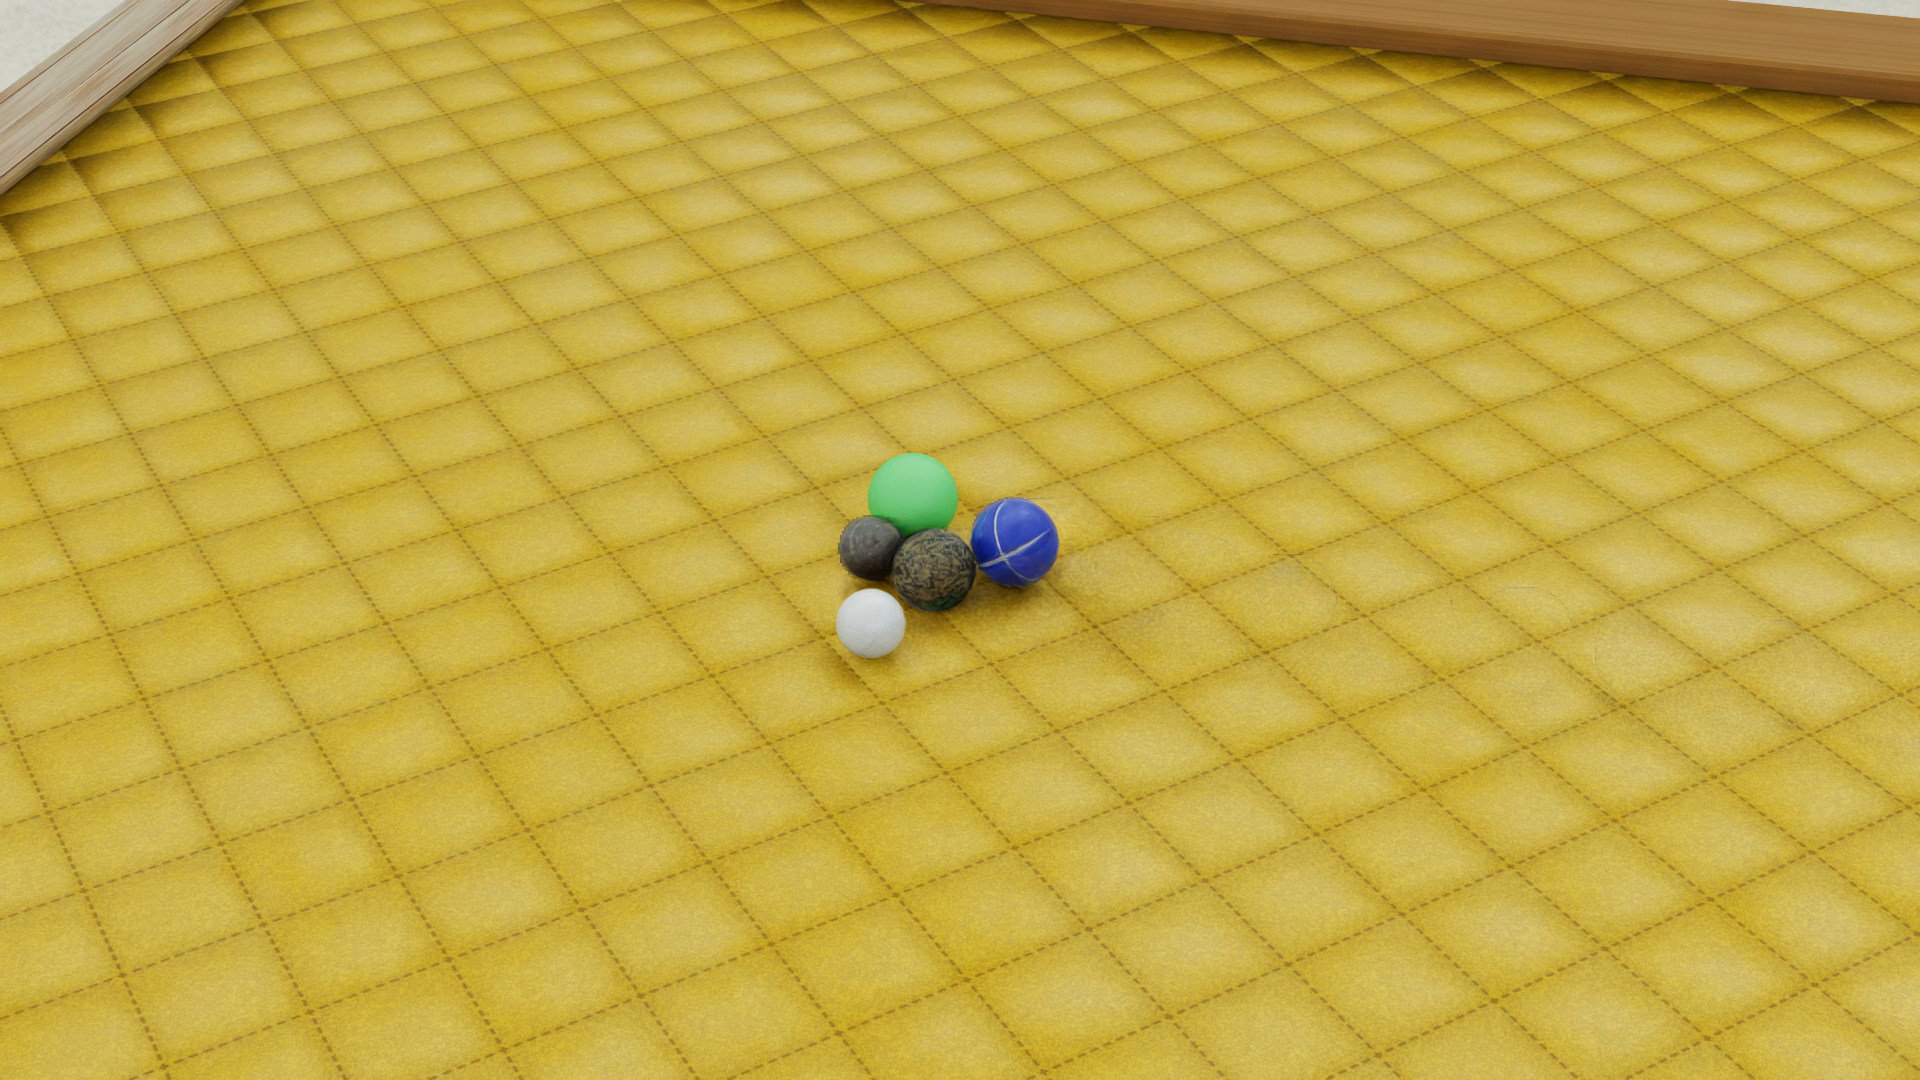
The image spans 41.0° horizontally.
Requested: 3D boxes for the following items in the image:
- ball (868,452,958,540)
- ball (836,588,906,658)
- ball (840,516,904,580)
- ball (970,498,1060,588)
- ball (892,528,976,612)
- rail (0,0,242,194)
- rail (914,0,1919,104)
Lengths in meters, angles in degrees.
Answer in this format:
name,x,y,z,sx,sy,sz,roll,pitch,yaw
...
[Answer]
name,x,y,z,sx,sy,sz,roll,pitch,yaw
ball,-0.036,-0.032,1.939,0.069,0.069,0.069,0,34,0
ball,-0.063,0.059,1.823,0.050,0.050,0.050,0,34,0
ball,-0.064,0.006,1.902,0.048,0.048,0.048,0,34,0
ball,0.041,0.002,1.893,0.065,0.065,0.065,0,34,0
ball,-0.019,0.022,1.868,0.061,0.061,0.061,0,34,0
rail,-0.981,-0.157,2.104,0.045,0.089,2.087,8,35,12
rail,1.260,-0.425,2.494,4.150,0.089,0.045,8,35,12
